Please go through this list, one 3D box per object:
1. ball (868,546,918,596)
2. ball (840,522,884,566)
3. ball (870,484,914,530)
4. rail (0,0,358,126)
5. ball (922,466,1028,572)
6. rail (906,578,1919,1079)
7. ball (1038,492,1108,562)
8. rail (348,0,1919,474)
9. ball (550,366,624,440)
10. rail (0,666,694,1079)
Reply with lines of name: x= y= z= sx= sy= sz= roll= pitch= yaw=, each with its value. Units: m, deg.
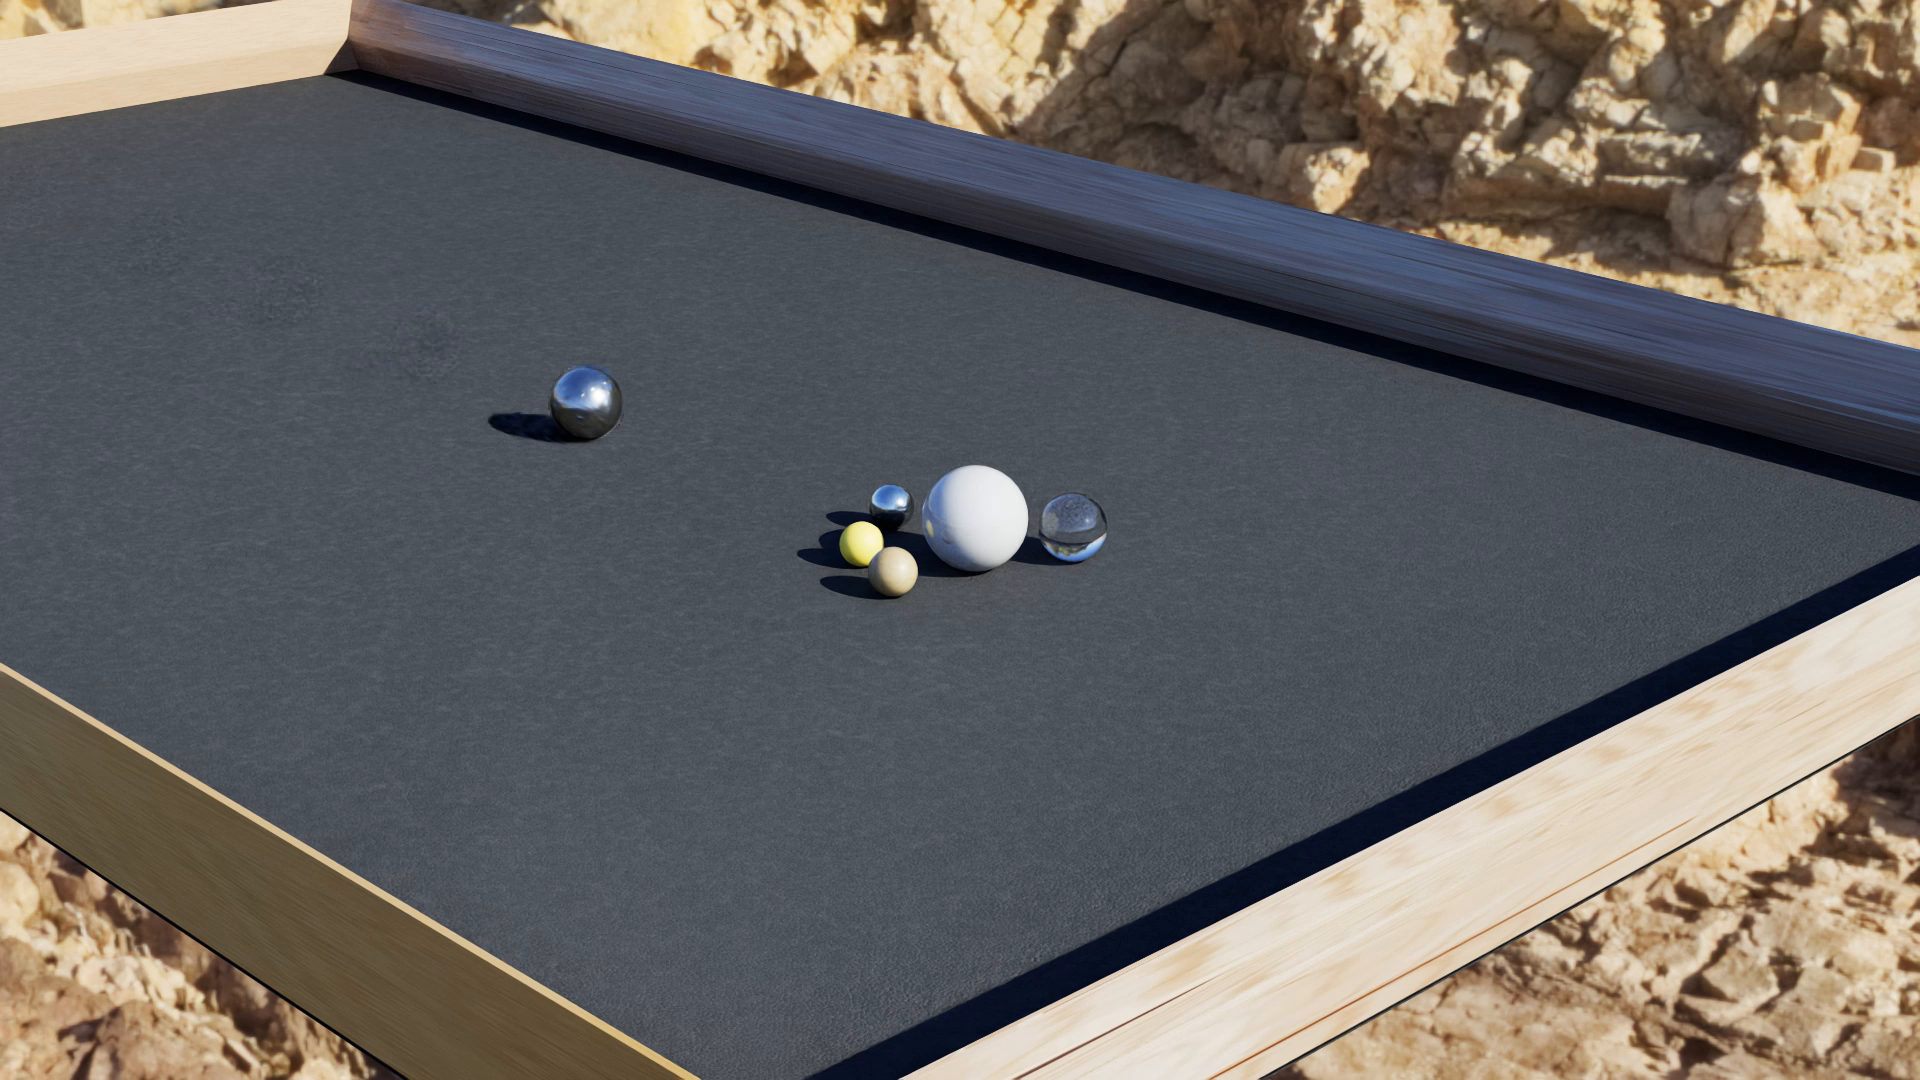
ball: x=-0.061 y=0.029 z=2.656 sx=0.046 sy=0.046 sz=0.046 roll=0 pitch=21 yaw=0
ball: x=-0.091 y=0.004 z=2.728 sx=0.042 sy=0.042 sz=0.042 roll=0 pitch=21 yaw=0
ball: x=-0.065 y=-0.032 z=2.821 sx=0.044 sy=0.044 sz=0.044 roll=0 pitch=21 yaw=0
rail: x=-1.618 y=-0.624 z=4.277 sx=1.764 sy=0.128 sz=0.045 roll=-19 pitch=27 yaw=-40
ball: x=0.014 y=-0.020 z=2.710 sx=0.099 sy=0.099 sz=0.099 roll=0 pitch=21 yaw=0
rail: x=0.528 y=0.160 z=2.187 sx=1.764 sy=0.128 sz=0.045 roll=-19 pitch=27 yaw=-40
ball: x=0.105 y=-0.012 z=2.737 sx=0.065 sy=0.065 sz=0.065 roll=0 pitch=21 yaw=0
rail: x=0.074 y=-0.441 z=3.789 sx=0.045 sy=0.128 sz=3.144 roll=-19 pitch=27 yaw=-40
ball: x=-0.390 y=-0.143 z=3.072 sx=0.076 sy=0.076 sz=0.076 roll=0 pitch=21 yaw=0
rail: x=-1.163 y=-0.023 z=2.675 sx=0.045 sy=0.128 sz=3.144 roll=-19 pitch=27 yaw=-40
